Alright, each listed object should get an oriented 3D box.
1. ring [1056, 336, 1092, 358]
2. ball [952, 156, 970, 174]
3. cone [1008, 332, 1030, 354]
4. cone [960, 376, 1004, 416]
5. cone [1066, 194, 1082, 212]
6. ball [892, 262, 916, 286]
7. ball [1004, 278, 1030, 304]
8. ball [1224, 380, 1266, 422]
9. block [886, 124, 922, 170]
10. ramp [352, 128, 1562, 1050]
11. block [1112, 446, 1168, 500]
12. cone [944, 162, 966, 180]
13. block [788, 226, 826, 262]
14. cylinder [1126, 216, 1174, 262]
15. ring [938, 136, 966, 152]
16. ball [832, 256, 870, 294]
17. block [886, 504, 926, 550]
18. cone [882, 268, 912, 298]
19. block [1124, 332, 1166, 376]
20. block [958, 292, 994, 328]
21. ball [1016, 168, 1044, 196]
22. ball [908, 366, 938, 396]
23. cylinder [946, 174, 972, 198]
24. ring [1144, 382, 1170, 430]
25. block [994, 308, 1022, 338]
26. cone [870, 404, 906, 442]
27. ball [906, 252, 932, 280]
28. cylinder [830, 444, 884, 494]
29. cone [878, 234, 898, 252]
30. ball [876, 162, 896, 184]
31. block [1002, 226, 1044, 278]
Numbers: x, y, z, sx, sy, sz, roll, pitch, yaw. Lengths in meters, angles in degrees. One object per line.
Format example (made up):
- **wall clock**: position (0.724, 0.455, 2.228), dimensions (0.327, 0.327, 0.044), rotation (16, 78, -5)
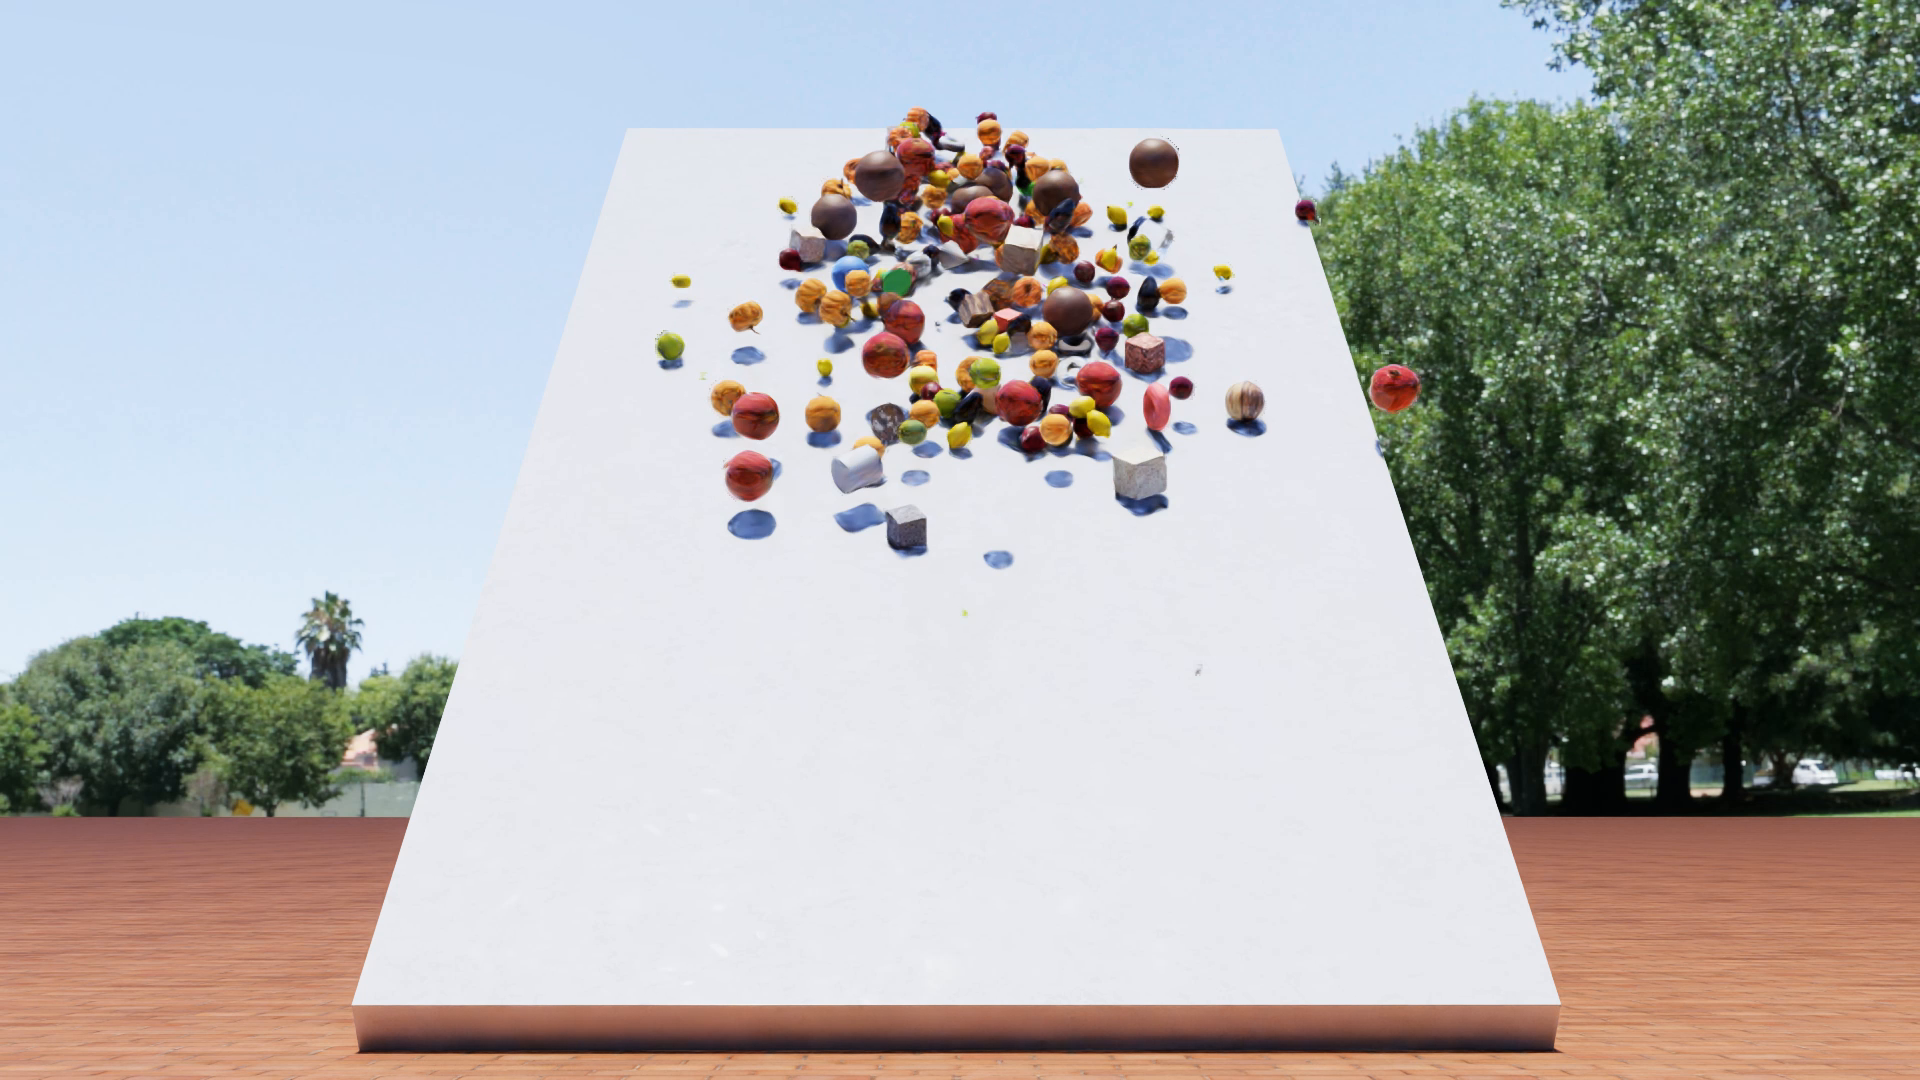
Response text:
- **ring**: position (0.286, -0.488, 6.110), dimensions (0.089, 0.030, 0.089), rotation (1, 32, -1)
- **ball**: position (0.004, -1.086, 7.007), dimensions (0.052, 0.052, 0.052), rotation (0, -6, 0)
- **cone**: position (0.135, -0.495, 6.123), dimensions (0.059, 0.059, 0.059), rotation (4, -3, -32)
- **cone**: position (0.038, -0.337, 5.836), dimensions (0.099, 0.099, 0.099), rotation (-15, -14, 35)
- **cone**: position (0.314, -0.959, 6.890), dimensions (0.054, 0.054, 0.054), rotation (23, -7, 3)
- **ball**: position (-0.150, -0.701, 6.429), dimensions (0.070, 0.070, 0.070), rotation (0, -6, 0)
- **ball**: position (0.151, -0.653, 6.352), dimensions (0.068, 0.068, 0.068), rotation (0, -6, 0)
- **ball**: position (0.679, -0.331, 5.780), dimensions (0.097, 0.097, 0.097), rotation (0, -6, 0)
- **block**: position (-0.166, -1.161, 7.170), dimensions (0.091, 0.091, 0.091), rotation (-6, -46, -11)
- **ramp**: position (-0.014, -0.205, 5.756), dimensions (2.000, 0.100, 4.000), rotation (0, 31, 0)
- **block**: position (0.406, -0.152, 5.471), dimensions (0.086, 0.086, 0.086), rotation (-18, 25, -29)
- **cone**: position (0.002, -1.061, 7.043), dimensions (0.065, 0.065, 0.065), rotation (33, 10, 27)
- **block**: position (-0.416, -0.804, 6.585), dimensions (0.071, 0.071, 0.071), rotation (-1, 30, -27)
- **cylinder**: position (0.514, -0.816, 6.562), dimensions (0.091, 0.091, 0.091), rotation (31, 6, 22)
- **ring**: position (-0.023, -1.164, 7.120), dimensions (0.084, 0.028, 0.084), rotation (12, 28, -6)
- **ball**: position (-0.289, -0.699, 6.395), dimensions (0.100, 0.100, 0.100), rotation (0, -6, 0)
- **block**: position (-0.118, -0.029, 5.293), dimensions (0.066, 0.066, 0.066), rotation (-14, 33, -22)
- **cone**: position (-0.186, -0.689, 6.373), dimensions (0.085, 0.085, 0.085), rotation (5, 23, -36)
- **block**: position (0.460, -0.464, 6.030), dimensions (0.071, 0.071, 0.071), rotation (24, 38, 34)
- **block**: position (0.041, -0.584, 6.171), dimensions (0.062, 0.062, 0.062), rotation (-10, -25, -23)
- **ball**: position (0.199, -1.026, 6.939), dimensions (0.082, 0.082, 0.082), rotation (0, -6, 0)
- **ball**: position (-0.089, -0.387, 5.892), dimensions (0.075, 0.075, 0.075), rotation (0, -6, 0)
- **cylinder**: position (-0.002, -0.994, 6.806), dimensions (0.051, 0.051, 0.051), rotation (-6, 25, 43)
- **ring**: position (0.464, -0.314, 5.719), dimensions (0.038, 0.114, 0.114), rotation (-3, -5, -16)
- **block**: position (0.123, -0.554, 6.199), dimensions (0.052, 0.052, 0.052), rotation (26, 39, 37)
- **cone**: position (-0.189, -0.279, 5.734), dimensions (0.092, 0.092, 0.092), rotation (3, 2, -28)
- **ball**: position (-0.111, -0.734, 6.482), dimensions (0.072, 0.072, 0.072), rotation (0, -6, 0)
- **cylinder**: position (-0.230, -0.157, 5.398), dimensions (0.085, 0.085, 0.085), rotation (-27, 8, -31)
- **cone**: position (-0.187, -0.801, 6.641), dimensions (0.050, 0.050, 0.050), rotation (41, 5, 15)
- **ball**: position (-0.213, -1.064, 7.030), dimensions (0.060, 0.060, 0.060), rotation (0, -6, 0)
- **block**: position (0.164, -0.758, 6.354), dimensions (0.088, 0.088, 0.088), rotation (12, -48, 7)
